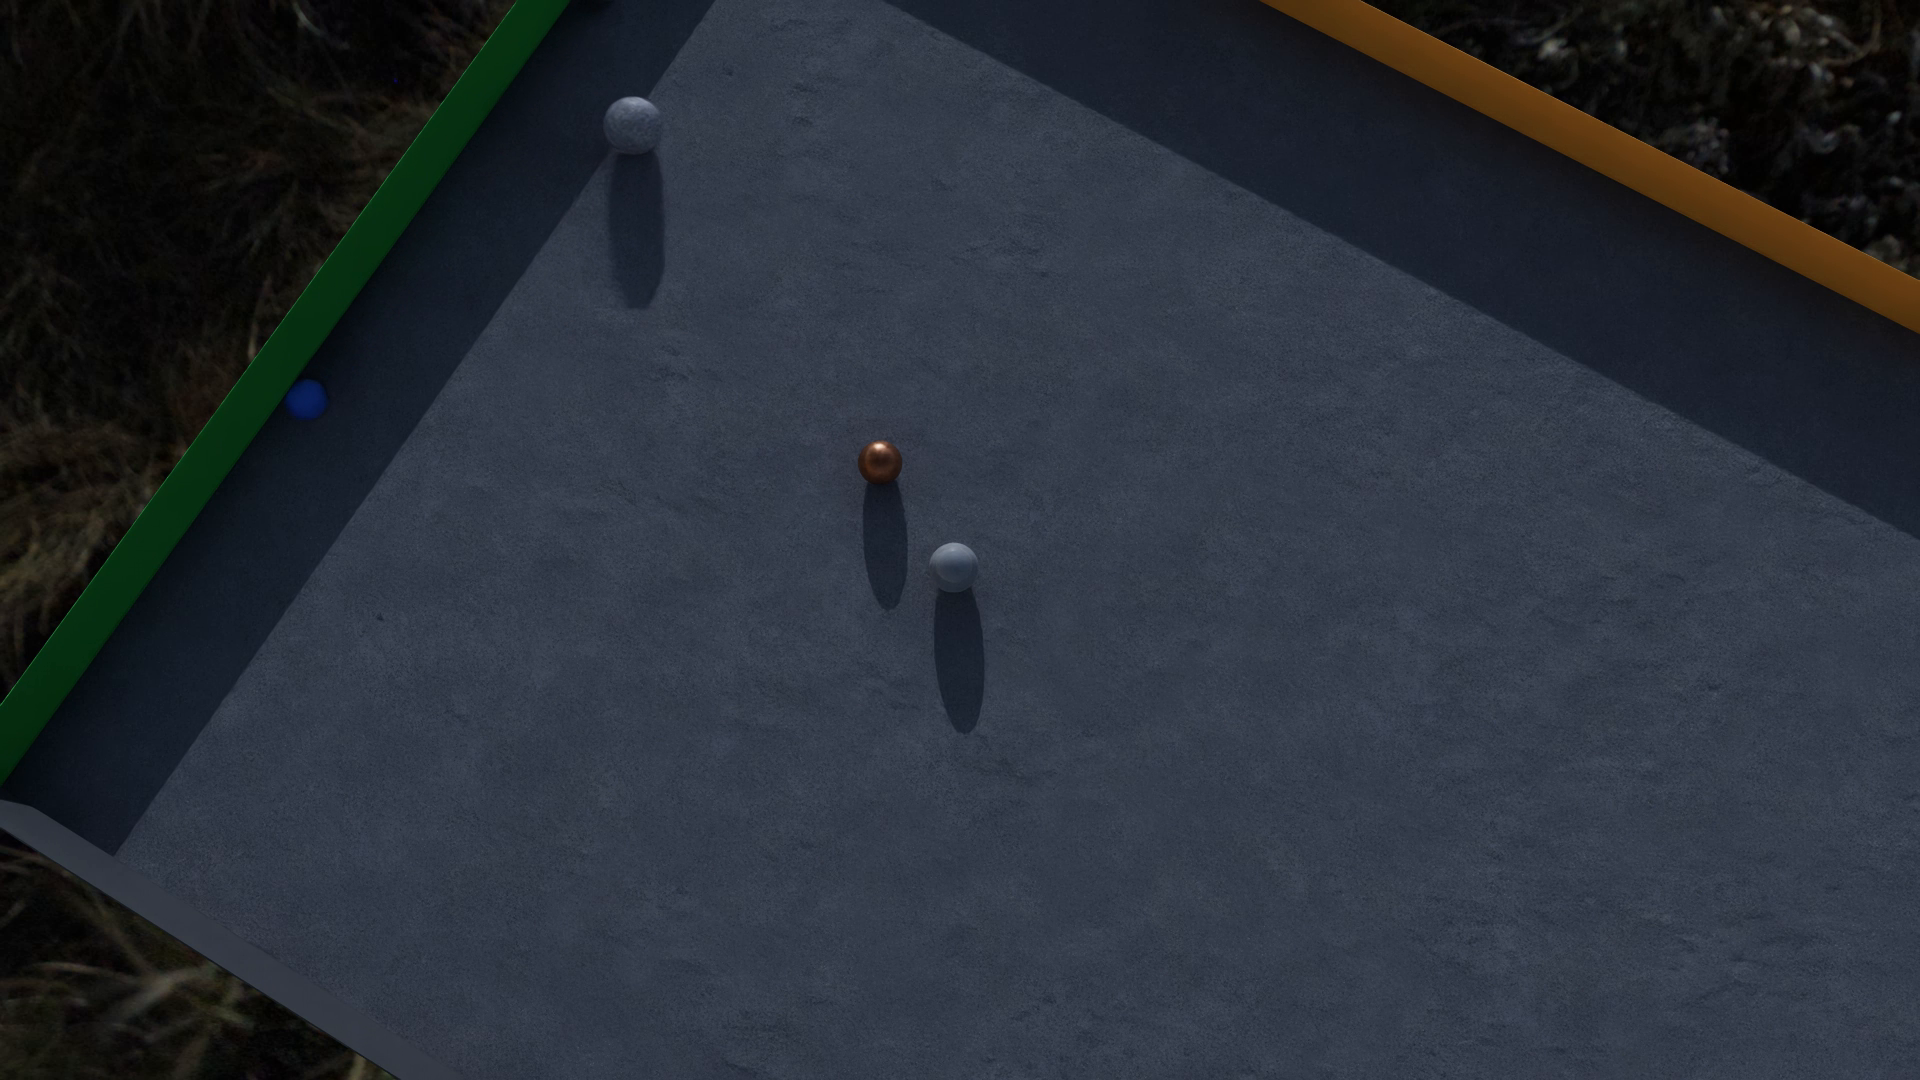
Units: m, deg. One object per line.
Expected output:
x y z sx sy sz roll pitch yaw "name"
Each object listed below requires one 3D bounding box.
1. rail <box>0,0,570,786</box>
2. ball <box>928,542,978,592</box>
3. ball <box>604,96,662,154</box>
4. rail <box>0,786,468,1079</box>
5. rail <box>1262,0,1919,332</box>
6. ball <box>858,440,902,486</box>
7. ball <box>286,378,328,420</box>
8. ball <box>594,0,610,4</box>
-0.904 -0.514 3.519 0.045 0.122 2.196 29 75 9 "rail"
-0.009 0.042 3.370 0.077 0.077 0.077 0 73 0 "ball"
-0.534 -0.676 3.585 0.094 0.094 0.094 0 73 0 "ball"
0.381 1.395 2.924 4.287 0.122 0.045 29 75 9 "rail"
1.468 -0.375 3.476 4.287 0.122 0.045 29 75 9 "rail"
-0.124 -0.120 3.425 0.070 0.070 0.070 0 73 0 "ball"
-1.027 -0.222 3.459 0.065 0.065 0.065 0 73 0 "ball"
-0.601 -0.926 3.686 0.051 0.051 0.051 0 73 0 "ball"
